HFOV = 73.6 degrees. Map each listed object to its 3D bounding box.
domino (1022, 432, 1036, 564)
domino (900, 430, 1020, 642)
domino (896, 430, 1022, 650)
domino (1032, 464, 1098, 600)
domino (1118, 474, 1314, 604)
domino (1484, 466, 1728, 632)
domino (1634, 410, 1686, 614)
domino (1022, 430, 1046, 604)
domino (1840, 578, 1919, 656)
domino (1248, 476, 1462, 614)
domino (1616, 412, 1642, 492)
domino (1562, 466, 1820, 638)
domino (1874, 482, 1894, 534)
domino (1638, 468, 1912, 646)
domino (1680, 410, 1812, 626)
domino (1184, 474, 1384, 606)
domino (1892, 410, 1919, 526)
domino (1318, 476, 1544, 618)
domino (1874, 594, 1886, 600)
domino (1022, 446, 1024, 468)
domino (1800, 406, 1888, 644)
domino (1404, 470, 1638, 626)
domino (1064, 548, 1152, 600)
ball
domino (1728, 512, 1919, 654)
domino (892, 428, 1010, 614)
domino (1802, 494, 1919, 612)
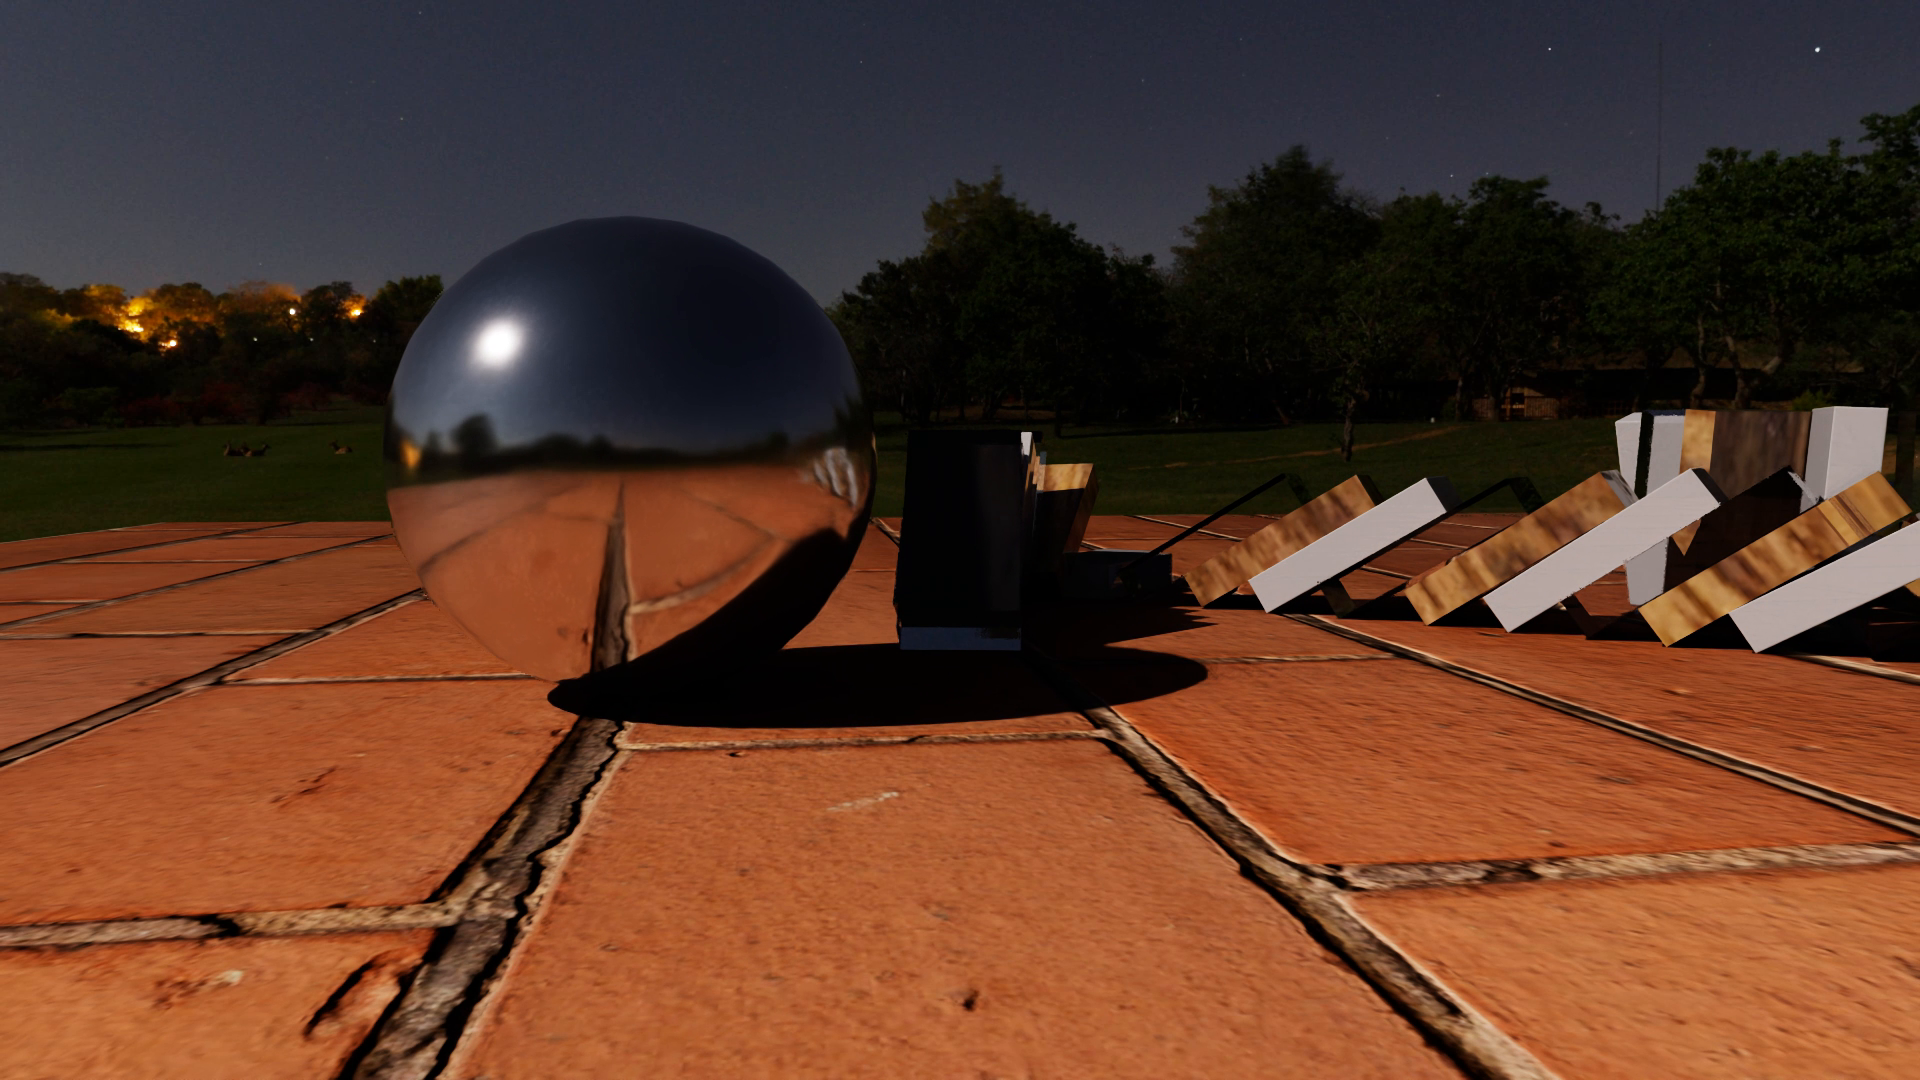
[{"bbox_3d":[0.005,-0.005,0.336,0.025,0.050,0.009,1,-33,12],"label":"domino"},{"bbox_3d":[0.001,-0.002,0.287,0.025,0.050,0.009,0,-33,3],"label":"domino"},{"bbox_3d":[0.001,-0.001,0.275,0.025,0.050,0.010,0,-33,3],"label":"domino"},{"bbox_3d":[0.022,-0.003,0.364,0.025,0.009,0.050,0,38,21],"label":"domino"},{"bbox_3d":[0.068,-0.001,0.340,0.050,0.009,0.025,-33,-10,21],"label":"domino"},{"bbox_3d":[0.145,0.002,0.288,0.050,0.009,0.025,-40,-19,30],"label":"domino"},{"bbox_3d":[0.181,-0.007,0.317,0.025,0.050,0.010,1,15,11],"label":"domino"},{"bbox_3d":[0.009,-0.007,0.347,0.025,0.050,0.009,0,-33,12],"label":"domino"},{"bbox_3d":[0.201,0.006,0.252,0.050,0.010,0.025,-34,-15,26],"label":"domino"},{"bbox_3d":[0.100,0.001,0.322,0.050,0.010,0.025,-34,-14,29],"label":"domino"},{"bbox_3d":[0.188,-0.008,0.333,0.009,0.050,0.025,-21,15,-33],"label":"domino"},{"bbox_3d":[0.158,0.003,0.278,0.050,0.009,0.025,-40,-19,30],"label":"domino"},{"bbox_3d":[0.258,0.001,0.332,0.025,0.010,0.050,3,31,-20],"label":"domino"},{"bbox_3d":[0.169,0.004,0.268,0.050,0.009,0.025,-40,-19,30],"label":"domino"},{"bbox_3d":[0.182,-0.005,0.301,0.025,0.050,0.009,-1,9,-9],"label":"domino"},{"bbox_3d":[0.085,0.000,0.333,0.050,0.009,0.025,-33,-11,22],"label":"domino"},{"bbox_3d":[0.216,-0.003,0.280,0.010,0.050,0.025,0,4,6],"label":"domino"},{"bbox_3d":[0.115,0.002,0.311,0.050,0.009,0.025,-35,-16,31],"label":"domino"},{"bbox_3d":[0.231,0.010,0.368,0.025,0.009,0.050,-2,5,-27],"label":"domino"},{"bbox_3d":[0.001,-0.005,0.324,0.025,0.050,0.010,1,-33,10],"label":"domino"},{"bbox_3d":[0.194,-0.004,0.284,0.009,0.050,0.025,5,6,24],"label":"domino"},{"bbox_3d":[0.131,0.002,0.299,0.050,0.009,0.025,-39,-18,31],"label":"domino"},{"bbox_3d":[0.043,0.010,0.378,0.025,0.010,0.050,3,5,32],"label":"domino"},{"bbox_3d":[-0.054,-0.014,0.217,0.080,0.080,0.080,0,4,0],"label":"ball"},{"bbox_3d":[0.184,0.005,0.259,0.050,0.009,0.025,-37,-17,31],"label":"domino"},{"bbox_3d":[-0.001,-0.004,0.312,0.025,0.050,0.010,-1,-33,9],"label":"domino"},{"bbox_3d":[0.244,0.001,0.347,0.025,0.010,0.050,-2,31,-28],"label":"domino"}]
